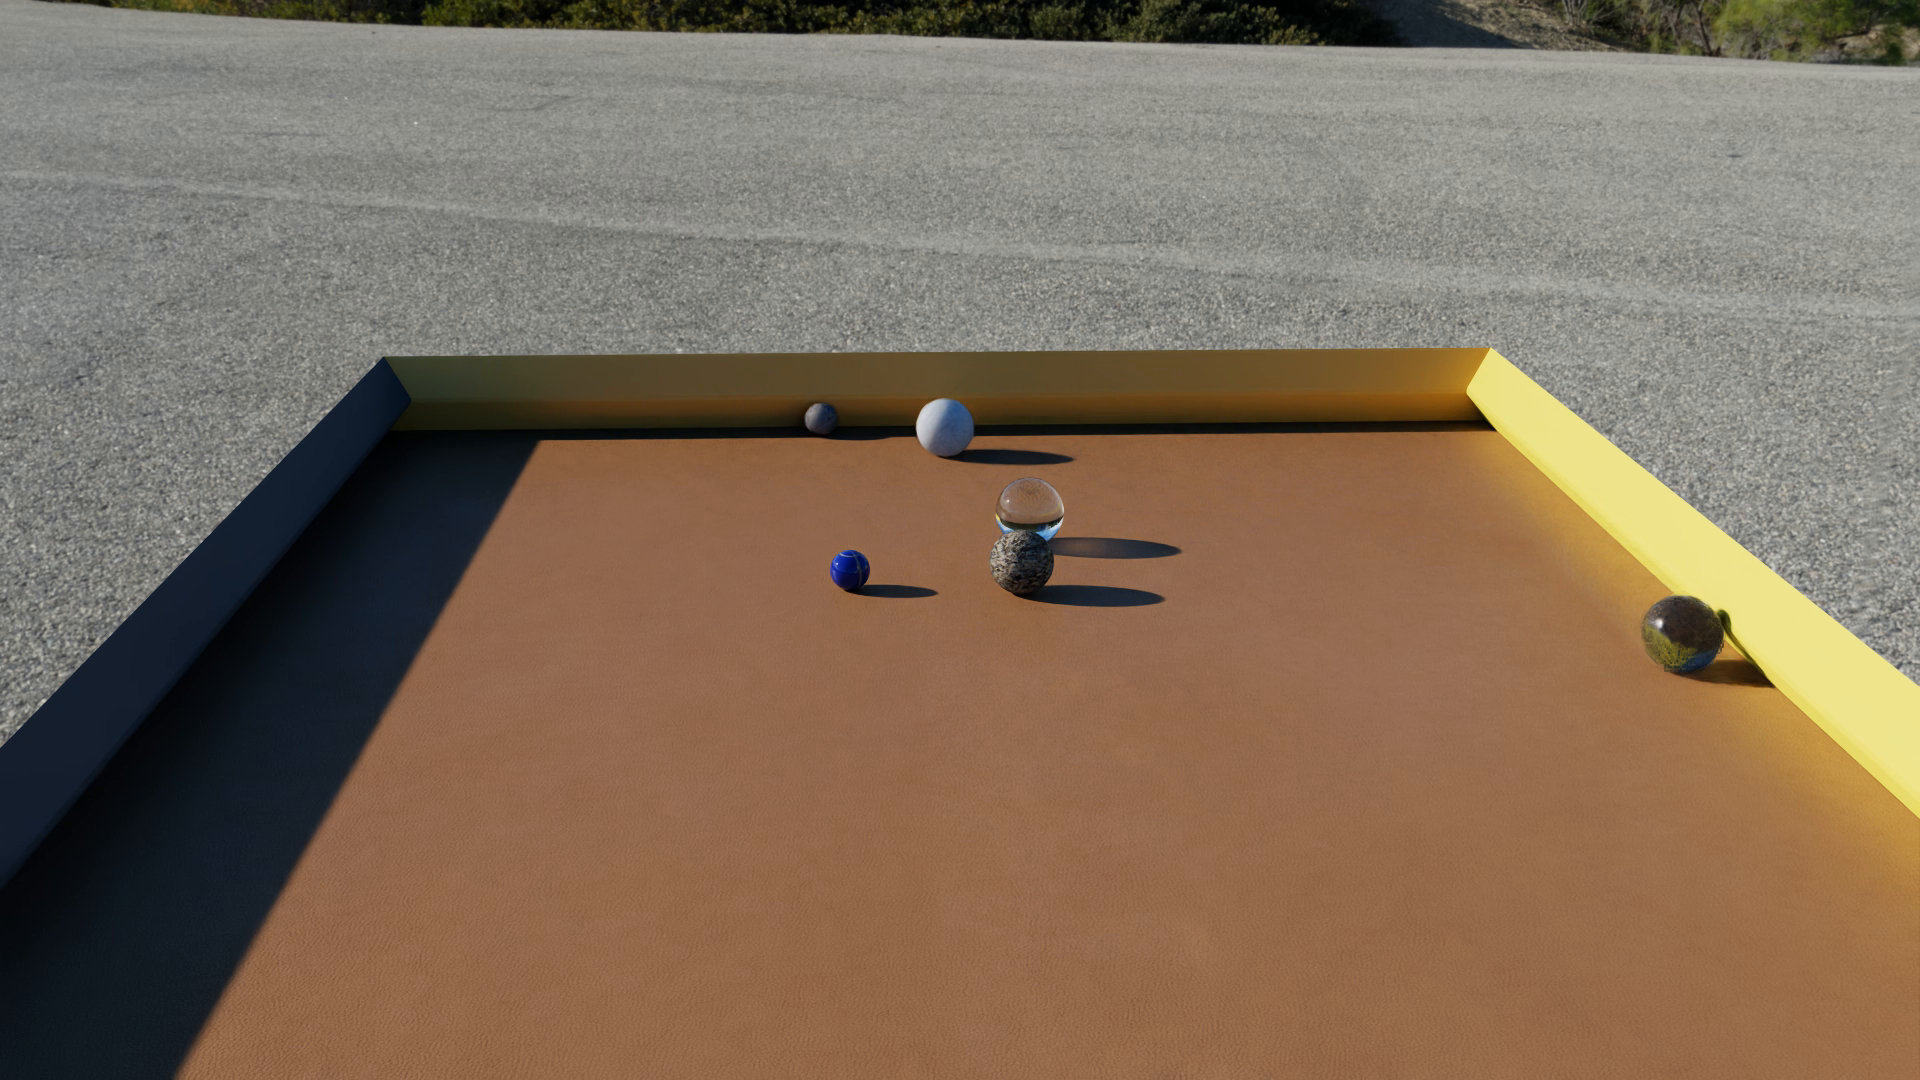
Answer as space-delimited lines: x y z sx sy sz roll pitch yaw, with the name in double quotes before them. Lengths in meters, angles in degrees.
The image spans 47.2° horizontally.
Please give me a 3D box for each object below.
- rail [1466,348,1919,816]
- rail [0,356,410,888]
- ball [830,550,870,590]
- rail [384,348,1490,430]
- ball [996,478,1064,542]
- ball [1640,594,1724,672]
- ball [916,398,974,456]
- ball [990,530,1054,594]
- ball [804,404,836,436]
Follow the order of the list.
"rail" 0.805 0.170 1.940 0.045 0.108 2.698 -1 17 -2
"rail" -0.754 0.188 1.884 0.045 0.108 2.698 -1 17 -2
"ball" -0.124 0.034 2.486 0.046 0.046 0.046 0 17 0
"rail" -0.025 -0.214 3.177 1.607 0.108 0.045 -1 17 -2
"ball" 0.084 -0.034 2.642 0.083 0.083 0.083 0 17 0
"ball" 0.733 0.095 2.233 0.080 0.080 0.080 0 17 0
"ball" -0.021 -0.156 3.039 0.081 0.081 0.081 0 17 0
"ball" 0.069 0.024 2.471 0.073 0.073 0.073 0 17 0
"ball" -0.200 -0.173 3.152 0.047 0.047 0.047 0 17 0
